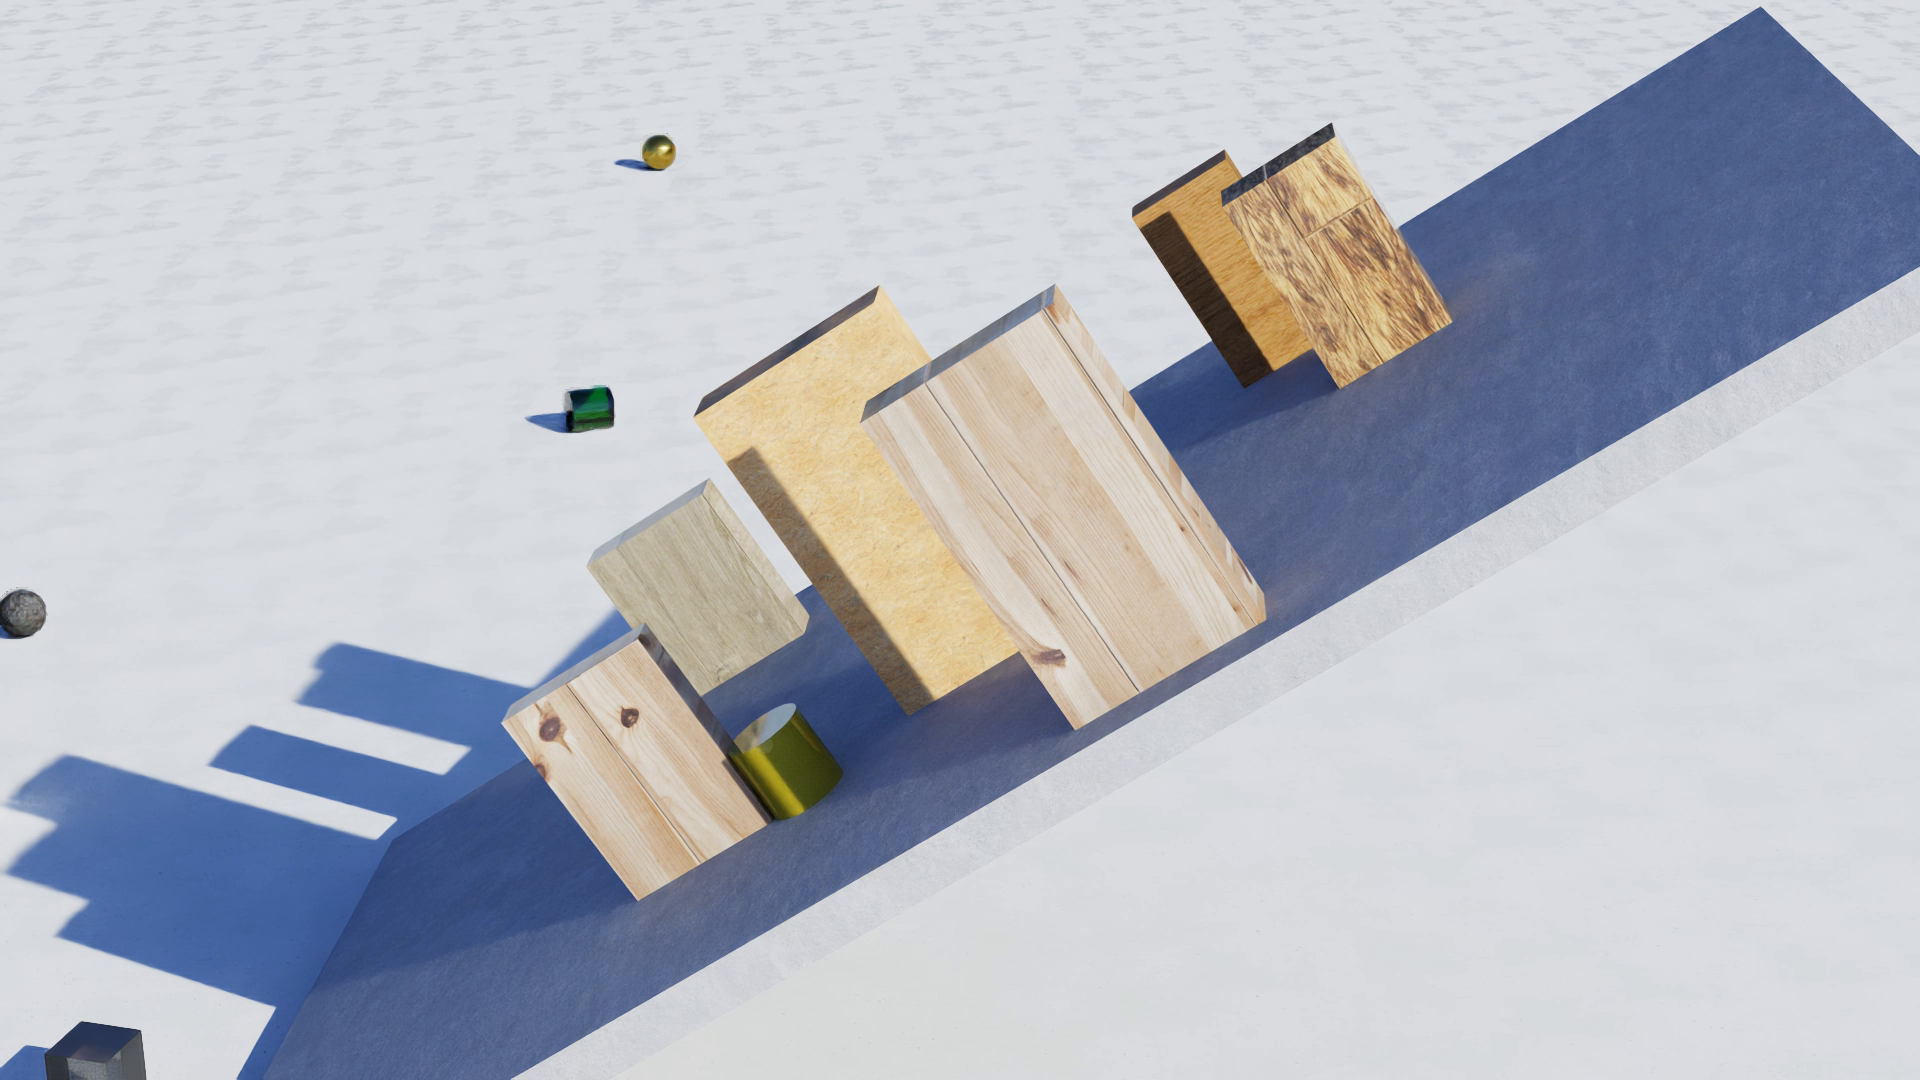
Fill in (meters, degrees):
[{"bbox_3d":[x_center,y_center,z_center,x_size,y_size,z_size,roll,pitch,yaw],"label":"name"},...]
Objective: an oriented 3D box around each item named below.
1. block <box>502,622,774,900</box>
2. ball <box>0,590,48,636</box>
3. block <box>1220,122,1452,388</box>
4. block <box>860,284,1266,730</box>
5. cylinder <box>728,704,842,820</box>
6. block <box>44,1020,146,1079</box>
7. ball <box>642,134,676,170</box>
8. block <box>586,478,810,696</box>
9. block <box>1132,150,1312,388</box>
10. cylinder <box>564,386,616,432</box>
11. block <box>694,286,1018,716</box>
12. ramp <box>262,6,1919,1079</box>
[{"bbox_3d":[-0.651,0.456,6.013,0.343,0.474,0.092,-31,16,14],"label":"block"},{"bbox_3d":[-2.938,0.230,9.216,0.148,0.148,0.148,0,21,0],"label":"ball"},{"bbox_3d":[0.787,-0.594,6.155,0.272,0.466,0.138,-31,16,14],"label":"block"},{"bbox_3d":[0.191,-0.054,5.324,0.410,0.704,0.129,-31,16,14],"label":"block"},{"bbox_3d":[-0.355,0.451,5.984,0.169,0.169,0.169,-32,15,10],"label":"cylinder"},{"bbox_3d":[-1.944,1.198,6.624,0.153,0.153,0.153,6,21,14],"label":"block"},{"bbox_3d":[-1.545,-1.990,15.094,0.179,0.179,0.179,0,21,0],"label":"ball"},{"bbox_3d":[-0.629,0.124,7.078,0.344,0.421,0.116,-31,16,14],"label":"block"},{"bbox_3d":[0.612,-0.602,6.551,0.243,0.467,0.100,-31,16,14],"label":"block"},{"bbox_3d":[-1.402,-0.495,11.133,0.158,0.158,0.158,-7,22,-19],"label":"cylinder"},{"bbox_3d":[-0.133,-0.073,5.956,0.438,0.766,0.134,-31,16,14],"label":"block"},{"bbox_3d":[0.139,0.171,6.298,4.000,0.100,2.000,-31,16,14],"label":"ramp"}]
